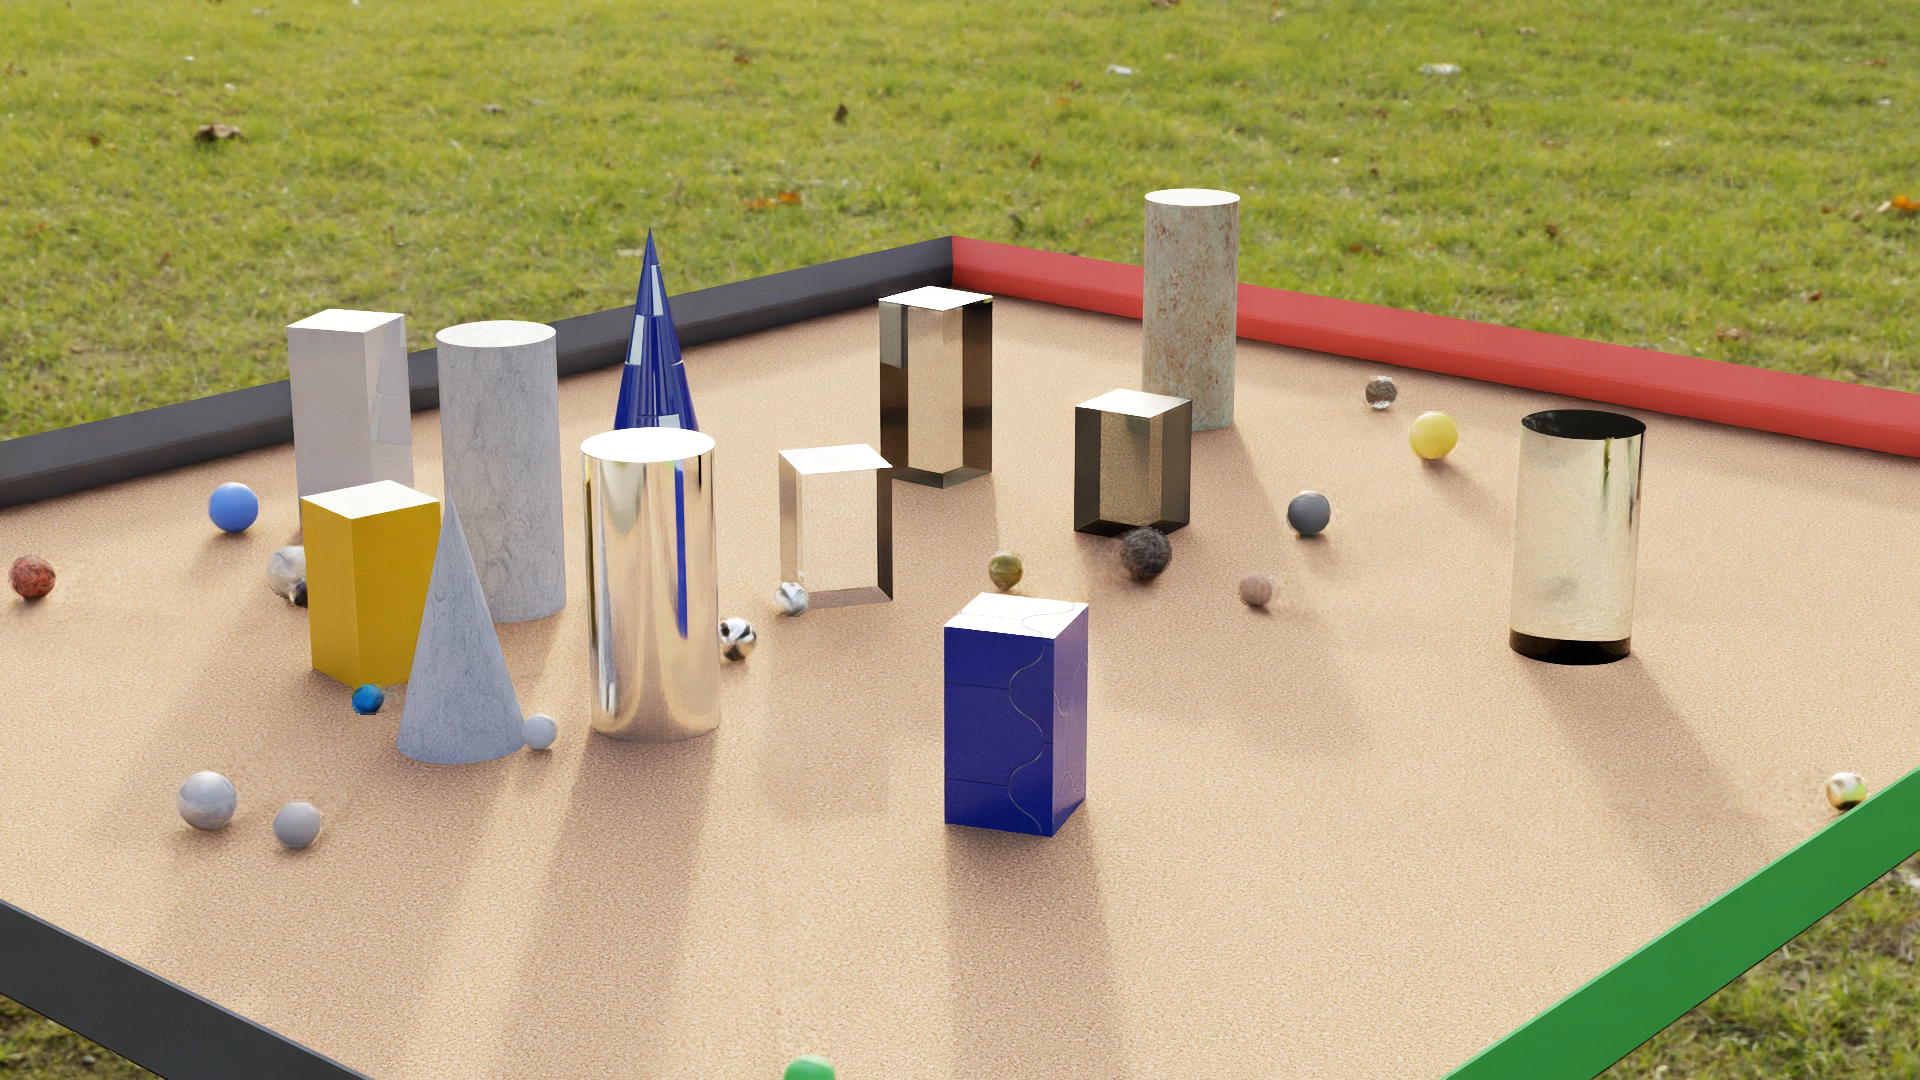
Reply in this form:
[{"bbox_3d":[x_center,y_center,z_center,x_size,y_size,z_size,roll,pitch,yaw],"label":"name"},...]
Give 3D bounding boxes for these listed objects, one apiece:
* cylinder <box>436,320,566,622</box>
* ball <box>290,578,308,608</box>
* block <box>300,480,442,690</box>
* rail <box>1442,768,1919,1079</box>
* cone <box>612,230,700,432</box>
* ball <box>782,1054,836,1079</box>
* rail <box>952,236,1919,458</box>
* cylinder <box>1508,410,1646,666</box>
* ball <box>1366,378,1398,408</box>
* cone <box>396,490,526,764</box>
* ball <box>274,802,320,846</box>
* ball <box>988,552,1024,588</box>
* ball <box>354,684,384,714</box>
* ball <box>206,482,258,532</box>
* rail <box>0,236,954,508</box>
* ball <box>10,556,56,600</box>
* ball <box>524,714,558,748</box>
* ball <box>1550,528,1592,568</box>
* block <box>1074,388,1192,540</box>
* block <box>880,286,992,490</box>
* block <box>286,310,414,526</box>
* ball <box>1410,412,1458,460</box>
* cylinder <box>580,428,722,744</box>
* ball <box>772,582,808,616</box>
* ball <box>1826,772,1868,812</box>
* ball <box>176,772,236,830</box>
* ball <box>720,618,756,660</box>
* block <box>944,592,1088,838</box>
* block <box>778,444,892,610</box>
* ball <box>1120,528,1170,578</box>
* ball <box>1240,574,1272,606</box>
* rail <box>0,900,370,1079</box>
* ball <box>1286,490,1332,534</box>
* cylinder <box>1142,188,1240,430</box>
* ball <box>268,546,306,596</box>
[{"bbox_3d":[-0.782,-0.118,5.014,0.200,0.481,0.200,0,17,0],"label":"cylinder"},{"bbox_3d":[-1.131,0.092,5.059,0.053,0.053,0.053,0,17,0],"label":"ball"},{"bbox_3d":[-0.941,0.072,4.720,0.160,0.287,0.160,-14,22,-38],"label":"block"},{"bbox_3d":[1.305,0.359,4.035,0.045,0.130,3.969,14,22,39],"label":"rail"},{"bbox_3d":[-0.626,-0.406,5.979,0.200,0.476,0.200,0,17,0],"label":"cone"},{"bbox_3d":[-0.171,0.612,3.318,0.060,0.060,0.060,0,17,0],"label":"ball"},{"bbox_3d":[1.285,-0.394,6.537,3.505,0.130,0.045,14,22,39],"label":"rail"},{"bbox_3d":[1.013,-0.006,4.817,0.200,0.380,0.200,0,17,0],"label":"cylinder"},{"bbox_3d":[0.920,-0.321,6.404,0.068,0.068,0.068,0,17,0],"label":"ball"},{"bbox_3d":[-0.755,0.113,4.391,0.200,0.398,0.200,0,17,0],"label":"cone"},{"bbox_3d":[-0.914,0.392,4.046,0.062,0.062,0.062,0,17,0],"label":"ball"},{"bbox_3d":[0.080,0.054,5.168,0.064,0.064,0.064,0,17,0],"label":"ball"},{"bbox_3d":[-0.920,0.247,4.558,0.046,0.046,0.046,0,17,0],"label":"ball"},{"bbox_3d":[-1.363,-0.061,5.495,0.094,0.094,0.094,0,17,0],"label":"ball"},{"bbox_3d":[-1.305,-0.294,6.205,0.045,0.130,3.969,14,22,39],"label":"rail"},{"bbox_3d":[-1.615,0.066,5.107,0.075,0.075,0.075,0,17,0],"label":"ball"},{"bbox_3d":[-0.631,0.288,4.409,0.053,0.053,0.053,0,17,0],"label":"ball"},{"bbox_3d":[1.100,0.013,5.284,0.074,0.074,0.074,0,17,0],"label":"ball"},{"bbox_3d":[0.324,-0.140,5.499,0.160,0.242,0.160,11,20,32],"label":"block"},{"bbox_3d":[-0.047,-0.305,5.844,0.160,0.361,0.160,13,21,36],"label":"block"},{"bbox_3d":[-1.147,-0.226,5.536,0.160,0.386,0.160,5,18,17],"label":"block"},{"bbox_3d":[0.969,-0.213,5.999,0.096,0.096,0.096,0,17,0],"label":"ball"},{"bbox_3d":[-0.468,0.068,4.464,0.200,0.442,0.200,0,17,0],"label":"cylinder"},{"bbox_3d":[-0.291,0.101,5.019,0.059,0.059,0.059,0,17,0],"label":"ball"},{"bbox_3d":[1.260,0.358,4.168,0.057,0.057,0.057,0,17,0],"label":"ball"},{"bbox_3d":[-1.054,0.365,4.101,0.083,0.083,0.083,0,17,0],"label":"ball"},{"bbox_3d":[-0.368,0.163,4.797,0.068,0.068,0.068,0,17,0],"label":"ball"},{"bbox_3d":[0.080,0.245,4.137,0.160,0.292,0.160,6,18,19],"label":"block"},{"bbox_3d":[-0.217,-0.024,5.114,0.160,0.244,0.160,-5,18,-17],"label":"block"},{"bbox_3d":[0.330,0.024,5.227,0.087,0.087,0.087,0,17,0],"label":"ball"},{"bbox_3d":[0.514,0.085,5.076,0.056,0.056,0.056,0,17,0],"label":"ball"},{"bbox_3d":[-1.285,0.459,3.702,3.505,0.130,0.045,14,22,39],"label":"rail"},{"bbox_3d":[0.653,-0.051,5.483,0.082,0.082,0.082,0,17,0],"label":"ball"},{"bbox_3d":[0.490,-0.492,6.251,0.200,0.483,0.200,0,17,0],"label":"cylinder"},{"bbox_3d":[-1.160,0.055,5.116,0.090,0.090,0.090,0,17,0],"label":"ball"}]
